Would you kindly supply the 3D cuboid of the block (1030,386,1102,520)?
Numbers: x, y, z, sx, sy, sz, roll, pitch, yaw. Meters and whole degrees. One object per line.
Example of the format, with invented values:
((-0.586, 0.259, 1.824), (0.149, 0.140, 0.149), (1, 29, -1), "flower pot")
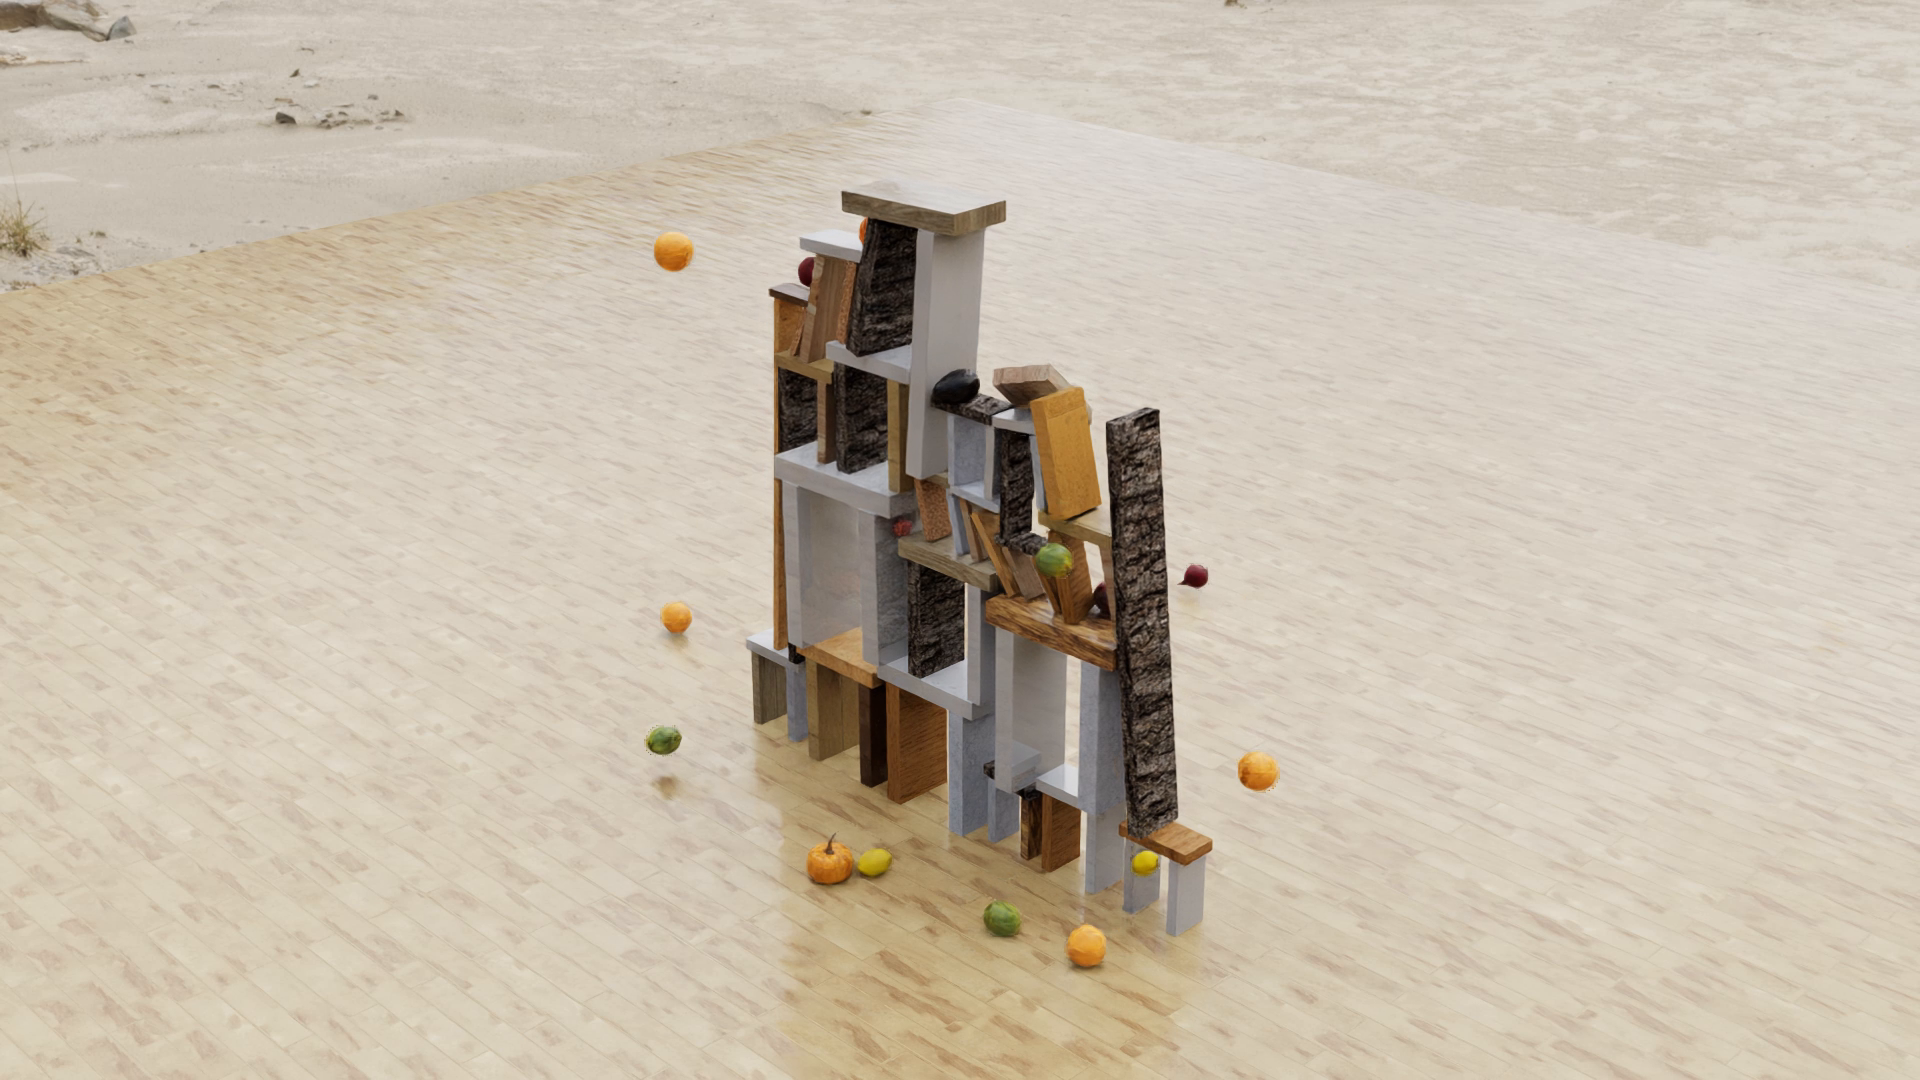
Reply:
((0.190, -0.154, 3.923), (0.031, 0.218, 0.109), (3, 19, 44), "block")

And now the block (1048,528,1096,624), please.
((0.203, 0.053, 4.011), (0.025, 0.179, 0.090), (-2, 20, 28), "block")

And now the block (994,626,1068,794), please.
((0.136, 0.302, 4.203), (0.044, 0.342, 0.154), (21, 31, 40), "block")

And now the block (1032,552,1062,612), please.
((0.176, 0.073, 4.066), (0.054, 0.109, 0.015), (-22, -2, -42), "block")

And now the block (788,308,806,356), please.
((-0.299, -0.419, 4.370), (0.057, 0.114, 0.016), (-21, 57, -40), "block")

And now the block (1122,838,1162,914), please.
((0.342, 0.614, 4.112), (0.079, 0.158, 0.022), (-21, 31, -41), "block")

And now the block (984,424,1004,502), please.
((0.079, -0.151, 4.062), (0.021, 0.148, 0.073), (24, 33, 39), "block")

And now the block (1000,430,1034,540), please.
((0.106, -0.109, 4.054), (0.019, 0.216, 0.068), (23, 32, 39), "block")

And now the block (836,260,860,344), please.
((-0.189, -0.466, 4.238), (0.024, 0.171, 0.085), (34, 38, 32), "block")

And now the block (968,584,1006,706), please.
((0.070, 0.184, 4.227), (0.124, 0.247, 0.035), (-21, 31, -41), "block")

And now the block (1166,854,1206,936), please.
((0.416, 0.643, 4.043), (0.079, 0.158, 0.022), (-21, 31, -41), "block")

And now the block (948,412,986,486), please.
((0.013, -0.179, 4.114), (0.073, 0.146, 0.021), (-16, 27, -32), "block")

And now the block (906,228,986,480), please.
((-0.028, -0.357, 4.099), (0.040, 0.484, 0.141), (24, 33, 36), "block")

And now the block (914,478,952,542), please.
((-0.049, -0.068, 4.251), (0.064, 0.128, 0.018), (-21, 16, -40), "block")

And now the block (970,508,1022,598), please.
((0.083, 0.019, 4.127), (0.063, 0.170, 0.018), (-22, -4, -40), "block")

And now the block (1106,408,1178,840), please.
((0.327, 0.156, 3.924), (0.031, 0.786, 0.109), (14, 26, 43), "block")

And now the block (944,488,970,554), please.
((0.011, -0.044, 4.193), (0.064, 0.128, 0.018), (-21, 17, -41), "block")

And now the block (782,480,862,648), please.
((-0.283, 0.031, 4.529), (0.163, 0.360, 0.046), (-21, 30, -40), "block")

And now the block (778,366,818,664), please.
((-0.326, -0.054, 4.548), (0.024, 0.654, 0.085), (20, 30, 40), "block")

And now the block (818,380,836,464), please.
((-0.244, -0.244, 4.376), (0.086, 0.171, 0.024), (-21, 33, -40), "block")

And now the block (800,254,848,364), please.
((-0.261, -0.463, 4.314), (0.024, 0.234, 0.086), (33, 38, 30), "block")

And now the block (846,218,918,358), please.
((-0.128, -0.488, 4.150), (0.141, 0.282, 0.040), (-19, 45, -37), "block")

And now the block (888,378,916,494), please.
((-0.087, -0.213, 4.233), (0.032, 0.226, 0.113), (21, 31, 40), "block")

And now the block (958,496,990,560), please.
((0.039, -0.030, 4.162), (0.063, 0.126, 0.018), (-22, 14, -40), "block")

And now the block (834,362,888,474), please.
((-0.193, -0.254, 4.329), (0.032, 0.226, 0.113), (20, 30, 40), "block")

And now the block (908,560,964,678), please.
((-0.046, 0.138, 4.335), (0.035, 0.248, 0.124), (21, 31, 40), "block")

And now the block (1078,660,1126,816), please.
((0.288, 0.342, 4.067), (0.044, 0.308, 0.154), (21, 31, 40), "block")

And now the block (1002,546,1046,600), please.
((0.123, 0.054, 4.112), (0.054, 0.109, 0.015), (-23, -2, -43), "block")

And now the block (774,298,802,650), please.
((-0.359, -0.131, 4.553), (0.057, 0.792, 0.016), (-21, 34, -40), "block")

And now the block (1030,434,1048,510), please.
((0.162, -0.130, 3.974), (0.019, 0.136, 0.068), (9, 23, 43), "block")

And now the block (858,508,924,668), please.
((-0.123, 0.074, 4.384), (0.046, 0.327, 0.163), (20, 30, 41), "block")

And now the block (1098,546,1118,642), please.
((0.302, 0.084, 3.939), (0.090, 0.179, 0.025), (-22, 17, -41), "block")
